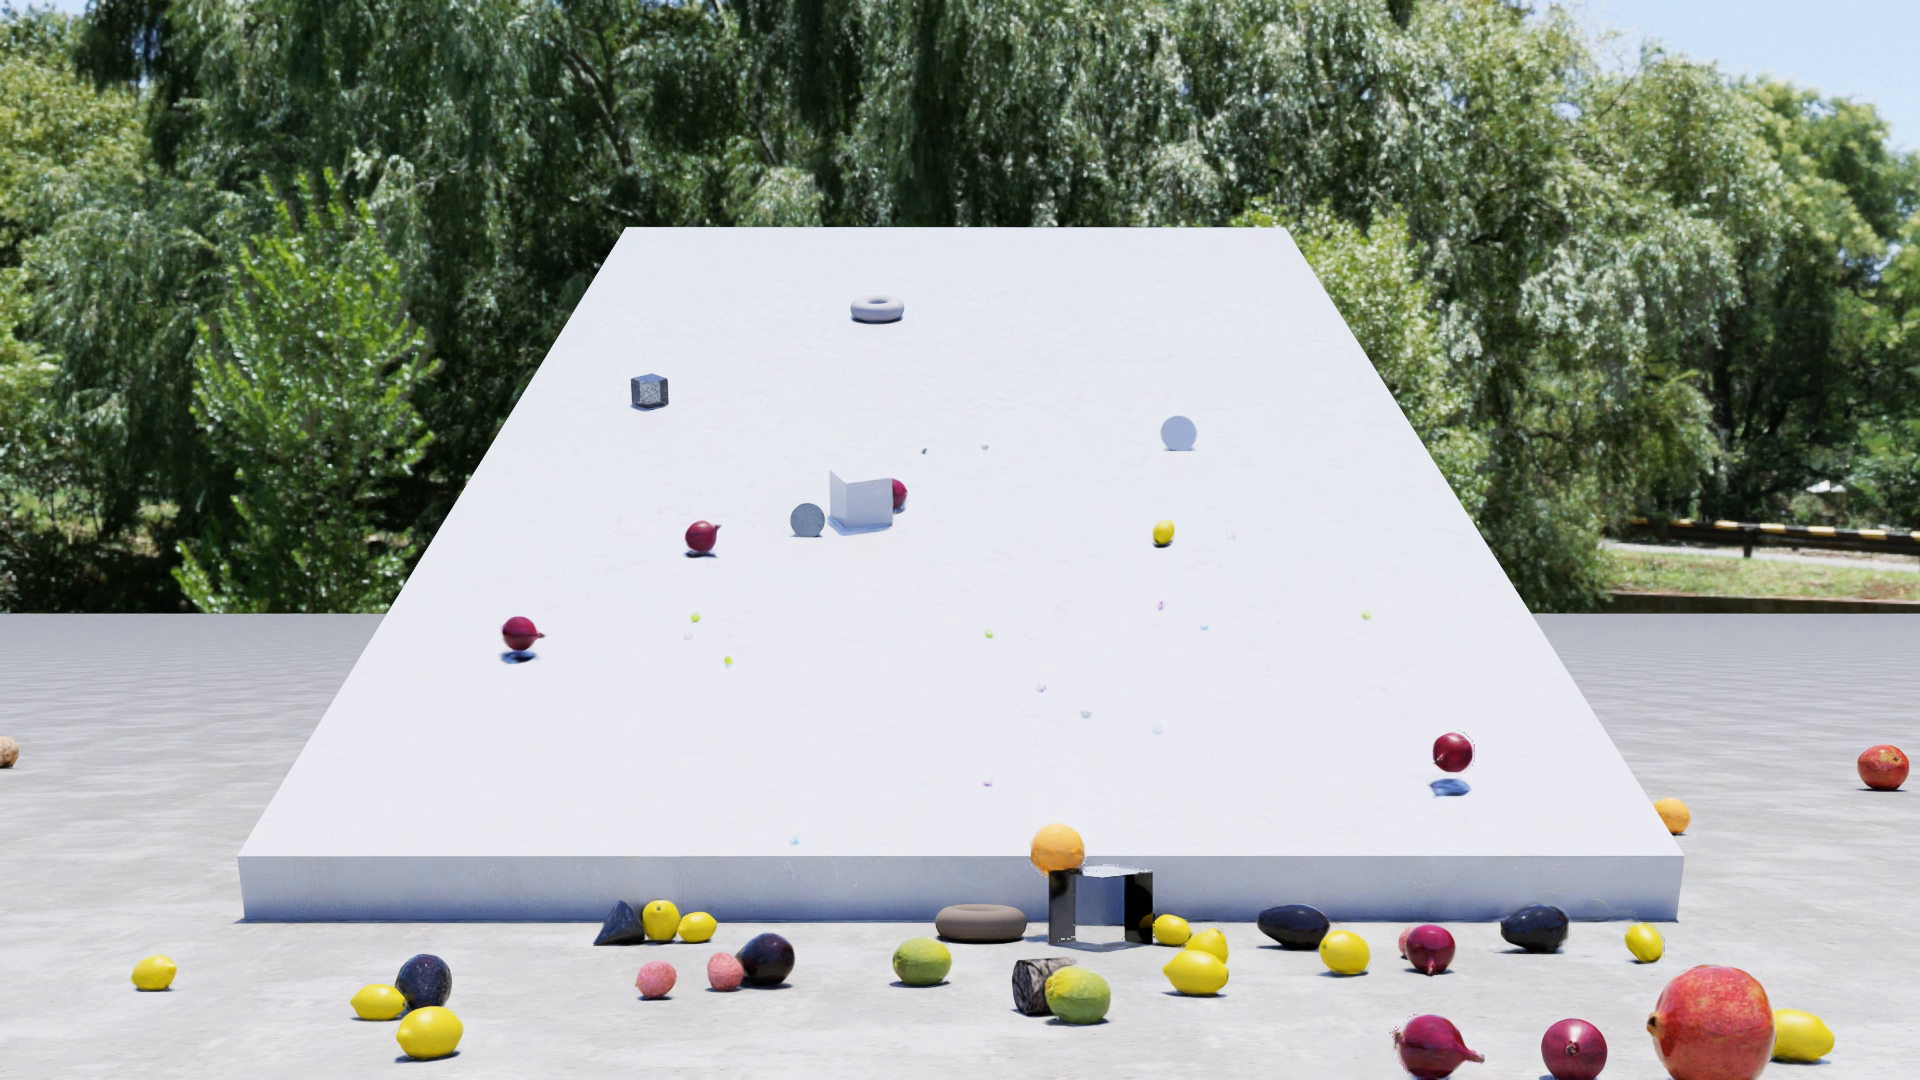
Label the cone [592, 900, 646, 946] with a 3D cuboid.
[{"bbox_3d":[-0.451,0.509,2.939,0.062,0.062,0.062,-31,16,-32],"label":"cone"}]

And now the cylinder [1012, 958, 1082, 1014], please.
[{"bbox_3d":[0.093,0.480,2.448,0.057,0.057,0.057,1,-2,-21],"label":"cylinder"}]

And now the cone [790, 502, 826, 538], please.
[{"bbox_3d":[-0.290,-0.034,4.366,0.067,0.067,0.067,0,-8,1],"label":"cone"}]

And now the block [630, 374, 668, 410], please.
[{"bbox_3d":[-0.703,-0.337,5.143,0.060,0.060,0.060,-18,27,-40],"label":"block"}]

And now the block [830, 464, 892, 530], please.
[{"bbox_3d":[-0.193,-0.085,4.411,0.095,0.095,0.095,-8,22,-22],"label":"block"}]

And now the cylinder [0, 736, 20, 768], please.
[{"bbox_3d":[-2.622,0.578,6.177,0.082,0.082,0.082,-1,-2,21],"label":"cylinder"}]

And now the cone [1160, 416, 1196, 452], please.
[{"bbox_3d":[0.464,-0.223,4.875,0.078,0.078,0.078,0,-6,-1],"label":"cone"}]

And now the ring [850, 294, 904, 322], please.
[{"bbox_3d":[-0.214,-0.600,5.877,0.141,0.047,0.141,-1,21,0],"label":"ring"}]

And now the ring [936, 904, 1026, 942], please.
[{"bbox_3d":[0.028,0.505,2.993,0.121,0.040,0.121,1,-3,0],"label":"ring"}]

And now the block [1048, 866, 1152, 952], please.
[{"bbox_3d":[0.182,0.476,2.933,0.095,0.095,0.095,2,-2,-43],"label":"block"}]

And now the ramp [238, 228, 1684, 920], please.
[{"bbox_3d":[-0.005,-0.209,5.030,2.000,0.100,4.000,0,20,0],"label":"ramp"}]
